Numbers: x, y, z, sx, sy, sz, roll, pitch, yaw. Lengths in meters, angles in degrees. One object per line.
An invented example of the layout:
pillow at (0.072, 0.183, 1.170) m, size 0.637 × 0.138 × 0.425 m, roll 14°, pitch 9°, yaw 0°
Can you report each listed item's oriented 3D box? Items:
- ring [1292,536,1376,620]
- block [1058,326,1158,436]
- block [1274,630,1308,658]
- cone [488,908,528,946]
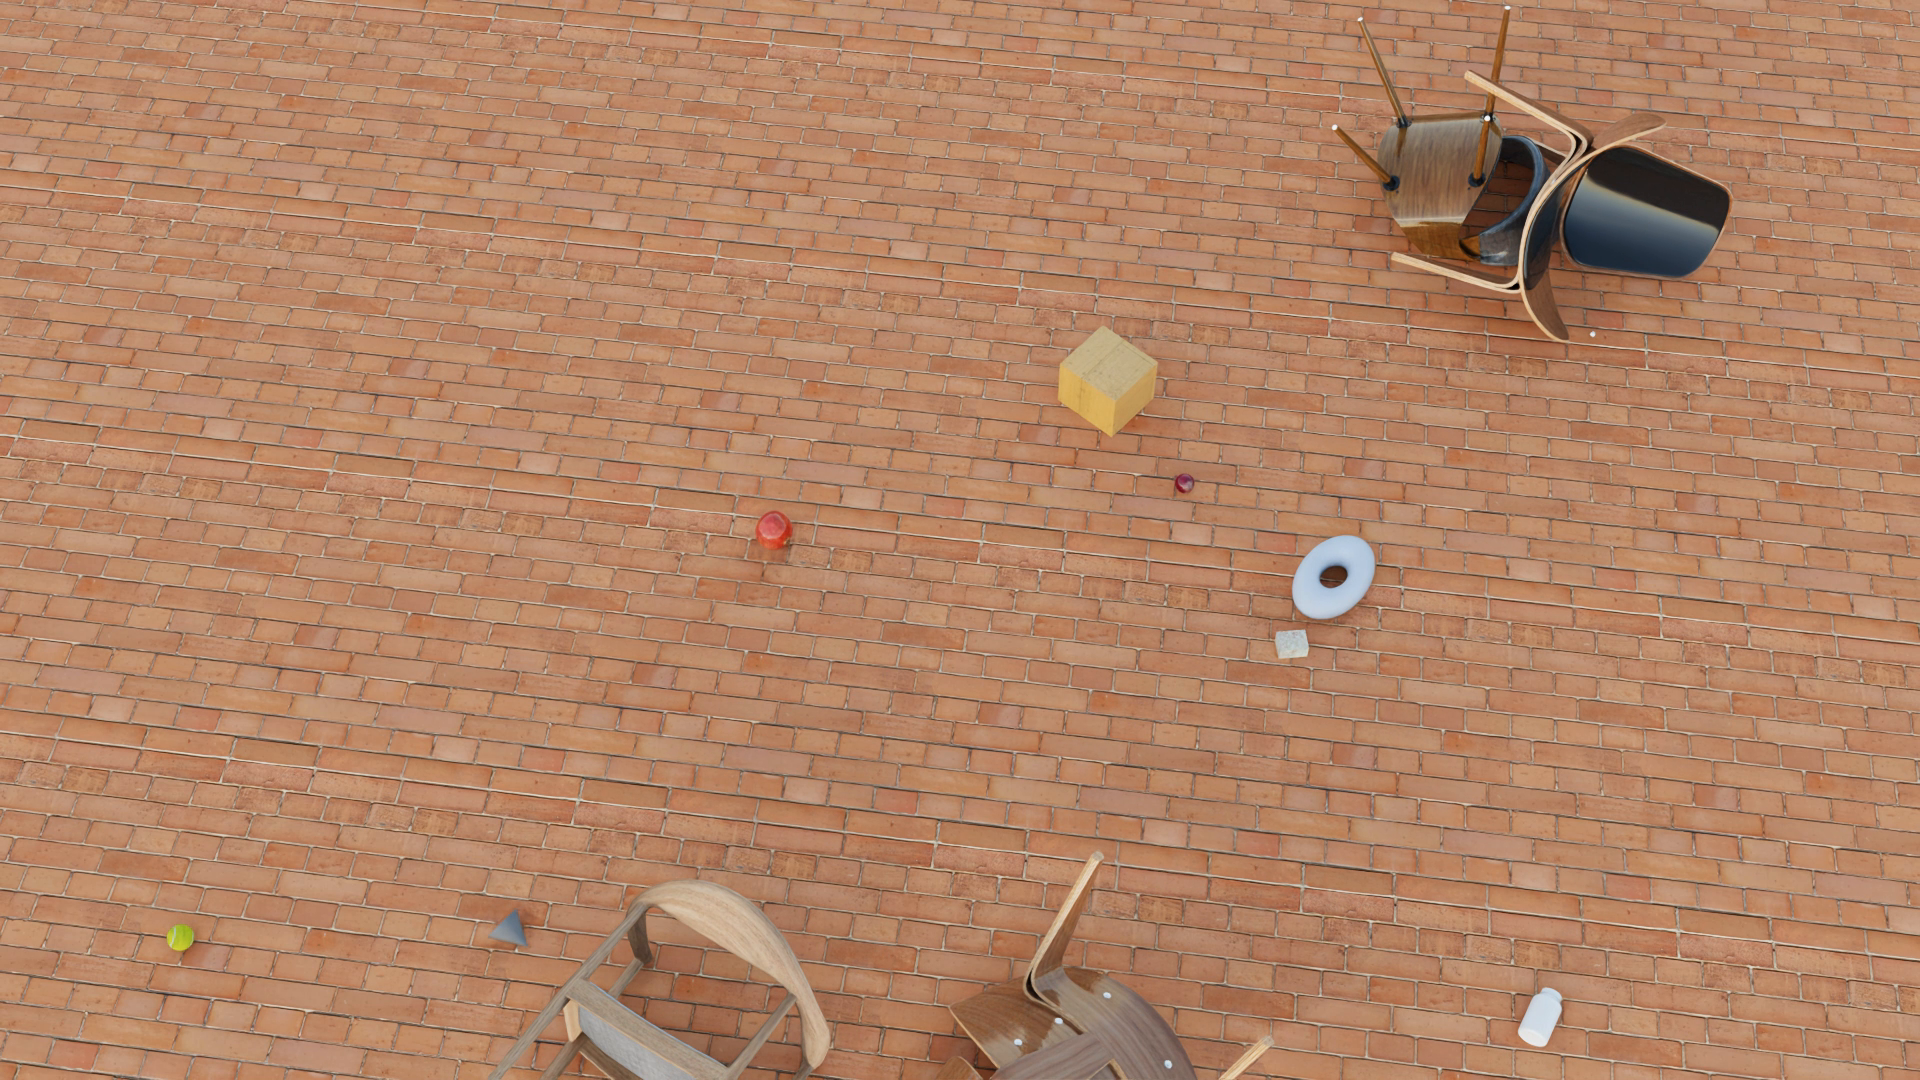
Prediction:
ring at (1.096, 0.109, 6.447) m, size 0.206 × 0.093 × 0.313 m, roll 34°, pitch 63°, yaw 19°
block at (0.455, -0.491, 6.795) m, size 0.219 × 0.180 × 0.204 m, roll 37°, pitch 63°, yaw 22°
block at (0.957, 0.300, 6.345) m, size 0.083 × 0.046 × 0.063 m, roll -5°, pitch 56°, yaw -3°
cone at (-1.183, 1.049, 5.848) m, size 0.095 × 0.079 × 0.107 m, roll 44°, pitch 65°, yaw 0°
